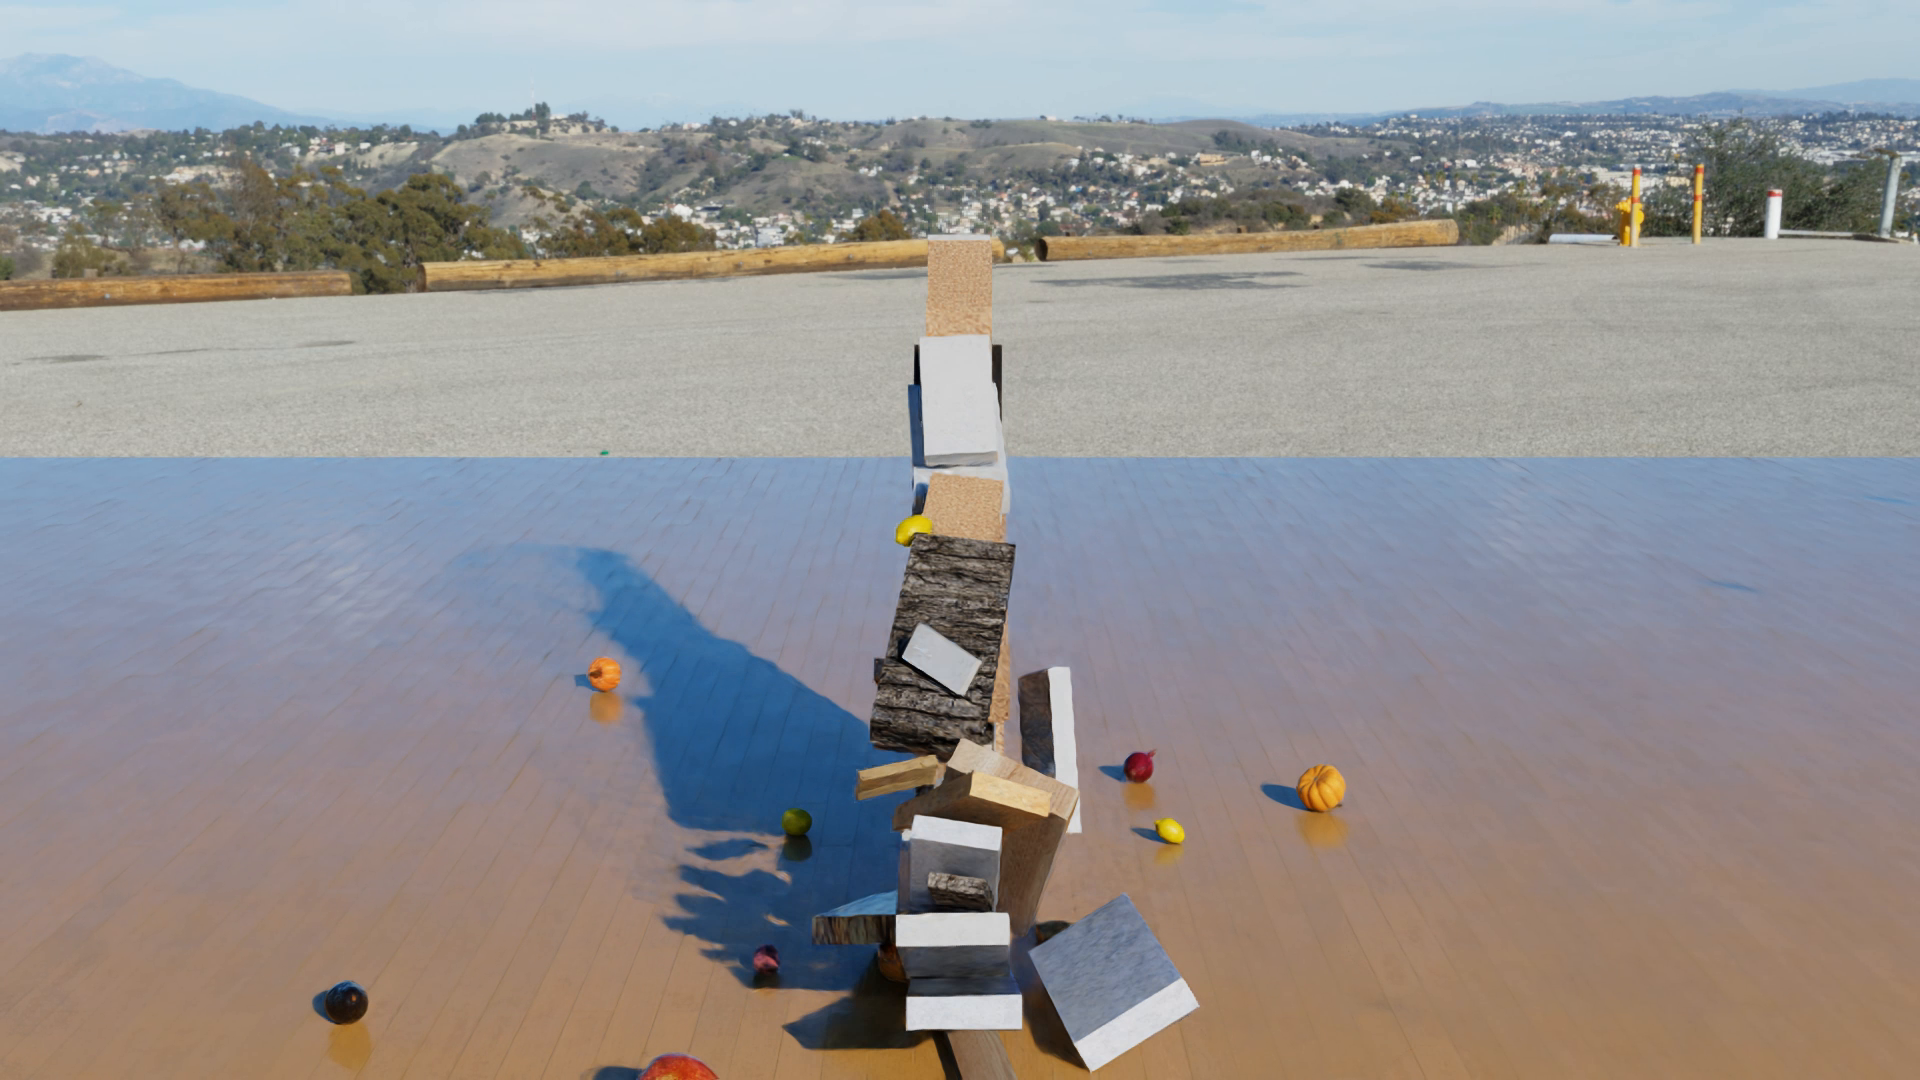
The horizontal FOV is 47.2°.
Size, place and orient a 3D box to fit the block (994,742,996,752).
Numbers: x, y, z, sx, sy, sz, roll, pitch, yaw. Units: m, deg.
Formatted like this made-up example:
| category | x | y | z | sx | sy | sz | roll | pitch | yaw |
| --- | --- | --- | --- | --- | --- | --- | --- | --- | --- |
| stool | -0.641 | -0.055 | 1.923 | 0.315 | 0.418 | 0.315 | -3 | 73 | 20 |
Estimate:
| category | x | y | z | sx | sy | sz | roll | pitch | yaw |
| --- | --- | --- | --- | --- | --- | --- | --- | --- | --- |
| block | 0.002 | 0.446 | 3.795 | 0.117 | 0.234 | 0.033 | 0 | 19 | 0 |

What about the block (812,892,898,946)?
| category | x | y | z | sx | sy | sz | roll | pitch | yaw |
| --- | --- | --- | --- | --- | --- | --- | --- | --- | --- |
| block | -0.103 | 0.570 | 3.333 | 0.145 | 0.041 | 0.291 | -5 | -3 | 18 |

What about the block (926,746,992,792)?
| category | x | y | z | sx | sy | sz | roll | pitch | yaw |
| --- | --- | --- | --- | --- | --- | --- | --- | --- | --- |
| block | -0.002 | 0.404 | 3.459 | 0.102 | 0.029 | 0.203 | -1 | 38 | 2 |

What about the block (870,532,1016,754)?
| category | x | y | z | sx | sy | sz | roll | pitch | yaw |
| --- | --- | --- | --- | --- | --- | --- | --- | --- | --- |
| block | -0.021 | 0.157 | 3.506 | 0.172 | 0.049 | 0.478 | 7 | 37 | 3 |

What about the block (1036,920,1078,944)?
| category | x | y | z | sx | sy | sz | roll | pitch | yaw |
| --- | --- | --- | --- | --- | --- | --- | --- | --- | --- |
| block | 0.197 | 0.619 | 3.454 | 0.147 | 0.021 | 0.073 | -2 | 11 | -8 |

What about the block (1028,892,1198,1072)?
| category | x | y | z | sx | sy | sz | roll | pitch | yaw |
| --- | --- | --- | --- | --- | --- | --- | --- | --- | --- |
| block | 0.213 | 0.624 | 3.135 | 0.172 | 0.049 | 0.344 | -31 | 13 | -2 |

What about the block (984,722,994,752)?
| category | x | y | z | sx | sy | sz | roll | pitch | yaw |
| --- | --- | --- | --- | --- | --- | --- | --- | --- | --- |
| block | 0.002 | 0.333 | 3.598 | 0.109 | 0.031 | 0.219 | -1 | 38 | 1 |

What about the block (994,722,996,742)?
| category | x | y | z | sx | sy | sz | roll | pitch | yaw |
| --- | --- | --- | --- | --- | --- | --- | --- | --- | --- |
| block | 0.002 | 0.303 | 3.829 | 0.117 | 0.033 | 0.234 | 0 | 11 | 0 |

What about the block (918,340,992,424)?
| category | x | y | z | sx | sy | sz | roll | pitch | yaw |
| --- | --- | --- | --- | --- | --- | --- | --- | --- | --- |
| block | -0.006 | -0.301 | 4.170 | 0.130 | 0.037 | 0.260 | 0 | 33 | 2 |

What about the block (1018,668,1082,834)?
| category | x | y | z | sx | sy | sz | roll | pitch | yaw |
| --- | --- | --- | --- | --- | --- | --- | --- | --- | --- |
| block | 0.142 | 0.341 | 3.525 | 0.037 | 0.261 | 0.131 | 0 | -10 | -21 |

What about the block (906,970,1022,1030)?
| category | x | y | z | sx | sy | sz | roll | pitch | yaw |
| --- | --- | --- | --- | --- | --- | --- | --- | --- | --- |
| block | 0.004 | 0.624 | 2.999 | 0.145 | 0.041 | 0.458 | 0 | -7 | 0 |

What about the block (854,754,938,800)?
| category | x | y | z | sx | sy | sz | roll | pitch | yaw |
| --- | --- | --- | --- | --- | --- | --- | --- | --- | --- |
| block | -0.096 | 0.357 | 3.312 | 0.121 | 0.061 | 0.017 | -11 | 58 | -18 |

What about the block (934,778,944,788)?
| category | x | y | z | sx | sy | sz | roll | pitch | yaw |
| --- | --- | --- | --- | --- | --- | --- | --- | --- | --- |
| block | -0.016 | 0.384 | 3.330 | 0.050 | 0.014 | 0.099 | -15 | 18 | 12 |

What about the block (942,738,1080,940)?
| category | x | y | z | sx | sy | sz | roll | pitch | yaw |
| --- | --- | --- | --- | --- | --- | --- | --- | --- | --- |
| block | 0.047 | 0.413 | 3.011 | 0.172 | 0.344 | 0.049 | 24 | 53 | 8 |

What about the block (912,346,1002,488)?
| category | x | y | z | sx | sy | sz | roll | pitch | yaw |
| --- | --- | --- | --- | --- | --- | --- | --- | --- | --- |
| block | -0.005 | -0.240 | 4.244 | 0.170 | 0.048 | 0.340 | 0 | 49 | 0 |

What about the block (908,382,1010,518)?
| category | x | y | z | sx | sy | sz | roll | pitch | yaw |
| --- | --- | --- | --- | --- | --- | --- | --- | --- | --- |
| block | -0.006 | -0.171 | 4.085 | 0.170 | 0.048 | 0.340 | -3 | 40 | -2 |

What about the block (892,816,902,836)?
| category | x | y | z | sx | sy | sz | roll | pitch | yaw |
| --- | --- | --- | --- | --- | --- | --- | --- | --- | --- |
| block | -0.043 | 0.442 | 3.196 | 0.061 | 0.121 | 0.017 | -26 | -23 | -12 |

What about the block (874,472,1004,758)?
| category | x | y | z | sx | sy | sz | roll | pitch | yaw |
| --- | --- | --- | --- | --- | --- | --- | --- | --- | --- |
| block | -0.027 | 0.108 | 3.644 | 0.130 | 0.037 | 0.699 | 7 | 37 | 3 |

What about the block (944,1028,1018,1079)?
| category | x | y | z | sx | sy | sz | roll | pitch | yaw |
| --- | --- | --- | --- | --- | --- | --- | --- | --- | --- |
| block | 0.058 | 0.744 | 2.782 | 0.072 | 0.020 | 0.642 | -2 | 11 | -8 |

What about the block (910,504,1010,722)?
| category | x | y | z | sx | sy | sz | roll | pitch | yaw |
| --- | --- | --- | --- | --- | --- | --- | --- | --- | --- |
| block | -0.003 | 0.114 | 3.776 | 0.170 | 0.048 | 0.590 | -2 | 33 | 1 |

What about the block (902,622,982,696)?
| category | x | y | z | sx | sy | sz | roll | pitch | yaw |
| --- | --- | --- | --- | --- | --- | --- | --- | --- | --- |
| block | -0.029 | 0.183 | 3.377 | 0.121 | 0.061 | 0.017 | 31 | 8 | 31 |

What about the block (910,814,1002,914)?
| category | x | y | z | sx | sy | sz | roll | pitch | yaw |
| --- | --- | --- | --- | --- | --- | --- | --- | --- | --- |
| block | -0.006 | 0.427 | 2.840 | 0.112 | 0.032 | 0.224 | 8 | -33 | 4 |

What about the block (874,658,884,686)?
| category | x | y | z | sx | sy | sz | roll | pitch | yaw |
| --- | --- | --- | --- | --- | --- | --- | --- | --- | --- |
| block | -0.088 | 0.213 | 3.540 | 0.099 | 0.014 | 0.050 | 0 | 37 | -5 |

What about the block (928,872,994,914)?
| category | x | y | z | sx | sy | sz | roll | pitch | yaw |
| --- | --- | --- | --- | --- | --- | --- | --- | --- | --- |
| block | 0.002 | 0.447 | 2.784 | 0.072 | 0.020 | 0.143 | 7 | -18 | 7 |

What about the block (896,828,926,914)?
| category | x | y | z | sx | sy | sz | roll | pitch | yaw |
| --- | --- | --- | --- | --- | --- | --- | --- | --- | --- |
| block | -0.027 | 0.468 | 2.969 | 0.112 | 0.224 | 0.032 | 8 | 52 | 2 |

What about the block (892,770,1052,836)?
| category | x | y | z | sx | sy | sz | roll | pitch | yaw |
| --- | --- | --- | --- | --- | --- | --- | --- | --- | --- |
| block | 0.012 | 0.351 | 2.840 | 0.112 | 0.032 | 0.224 | 18 | -25 | -22 |

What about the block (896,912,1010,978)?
| category | x | y | z | sx | sy | sz | roll | pitch | yaw |
| --- | --- | --- | --- | --- | --- | --- | --- | --- | --- |
| block | -0.006 | 0.548 | 2.960 | 0.145 | 0.041 | 0.291 | -1 | -19 | 1 |

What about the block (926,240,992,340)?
| category | x | y | z | sx | sy | sz | roll | pitch | yaw |
| --- | --- | --- | --- | --- | --- | --- | --- | --- | --- |
| block | -0.001 | -0.493 | 4.410 | 0.130 | 0.037 | 0.260 | 1 | 54 | 0 |

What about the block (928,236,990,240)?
| category | x | y | z | sx | sy | sz | roll | pitch | yaw |
| --- | --- | --- | --- | --- | --- | --- | --- | --- | --- |
| block | -0.002 | -0.385 | 4.427 | 0.130 | 0.037 | 0.648 | 0 | 49 | 0 |

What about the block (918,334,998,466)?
| category | x | y | z | sx | sy | sz | roll | pitch | yaw |
| --- | --- | --- | --- | --- | --- | --- | --- | --- | --- |
| block | -0.005 | -0.259 | 4.037 | 0.130 | 0.261 | 0.037 | -3 | -31 | 0 |

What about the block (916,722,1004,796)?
| category | x | y | z | sx | sy | sz | roll | pitch | yaw |
| --- | --- | --- | --- | --- | --- | --- | --- | --- | --- |
| block | 0.001 | 0.216 | 4.169 | 0.165 | 0.597 | 0.047 | 0 | -17 | 0 |
